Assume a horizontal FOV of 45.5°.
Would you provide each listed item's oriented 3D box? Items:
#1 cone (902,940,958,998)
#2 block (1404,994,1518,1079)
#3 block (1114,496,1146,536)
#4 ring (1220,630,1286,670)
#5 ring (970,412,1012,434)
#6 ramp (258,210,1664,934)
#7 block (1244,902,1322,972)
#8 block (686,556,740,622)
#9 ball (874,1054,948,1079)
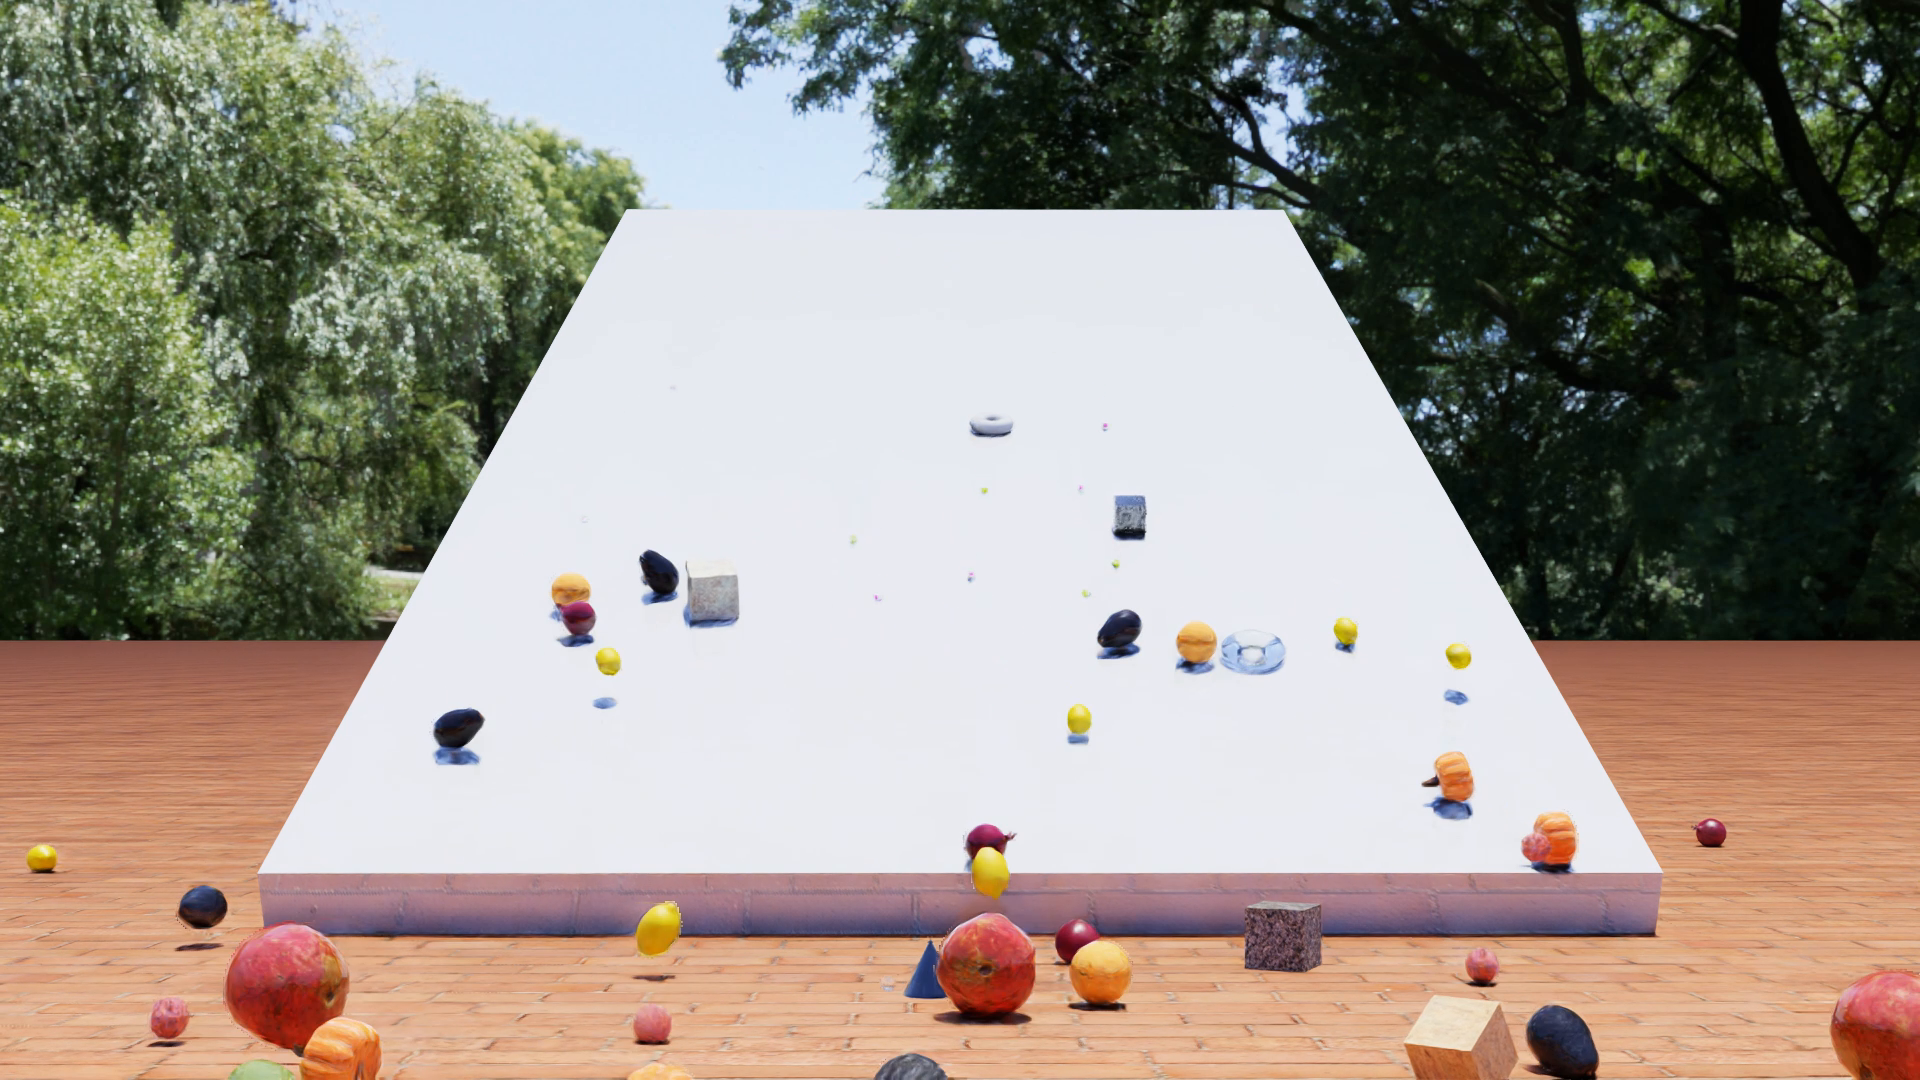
[{"bbox_3d":[-0.035,0.511,2.744,0.067,0.067,0.067,0,-2,0],"label":"cone"},{"bbox_3d":[0.463,0.471,2.114,0.068,0.068,0.068,-2,30,40],"label":"block"},{"bbox_3d":[0.333,-0.048,4.491,0.060,0.060,0.060,0,22,1],"label":"block"},{"bbox_3d":[0.502,0.188,3.930,0.111,0.037,0.111,-1,23,0],"label":"ring"},{"bbox_3d":[0.070,-0.257,5.056,0.094,0.031,0.094,1,21,0],"label":"ring"},{"bbox_3d":[-0.006,-0.219,5.137,2.000,0.100,4.000,0,22,0],"label":"ramp"},{"bbox_3d":[0.420,0.514,2.973,0.079,0.079,0.079,-1,-3,25],"label":"block"},{"bbox_3d":[-0.444,0.088,4.115,0.084,0.084,0.084,-5,22,-11],"label":"block"},{"bbox_3d":[-0.041,0.461,1.905,0.068,0.068,0.068,0,-2,0],"label":"ball"}]
